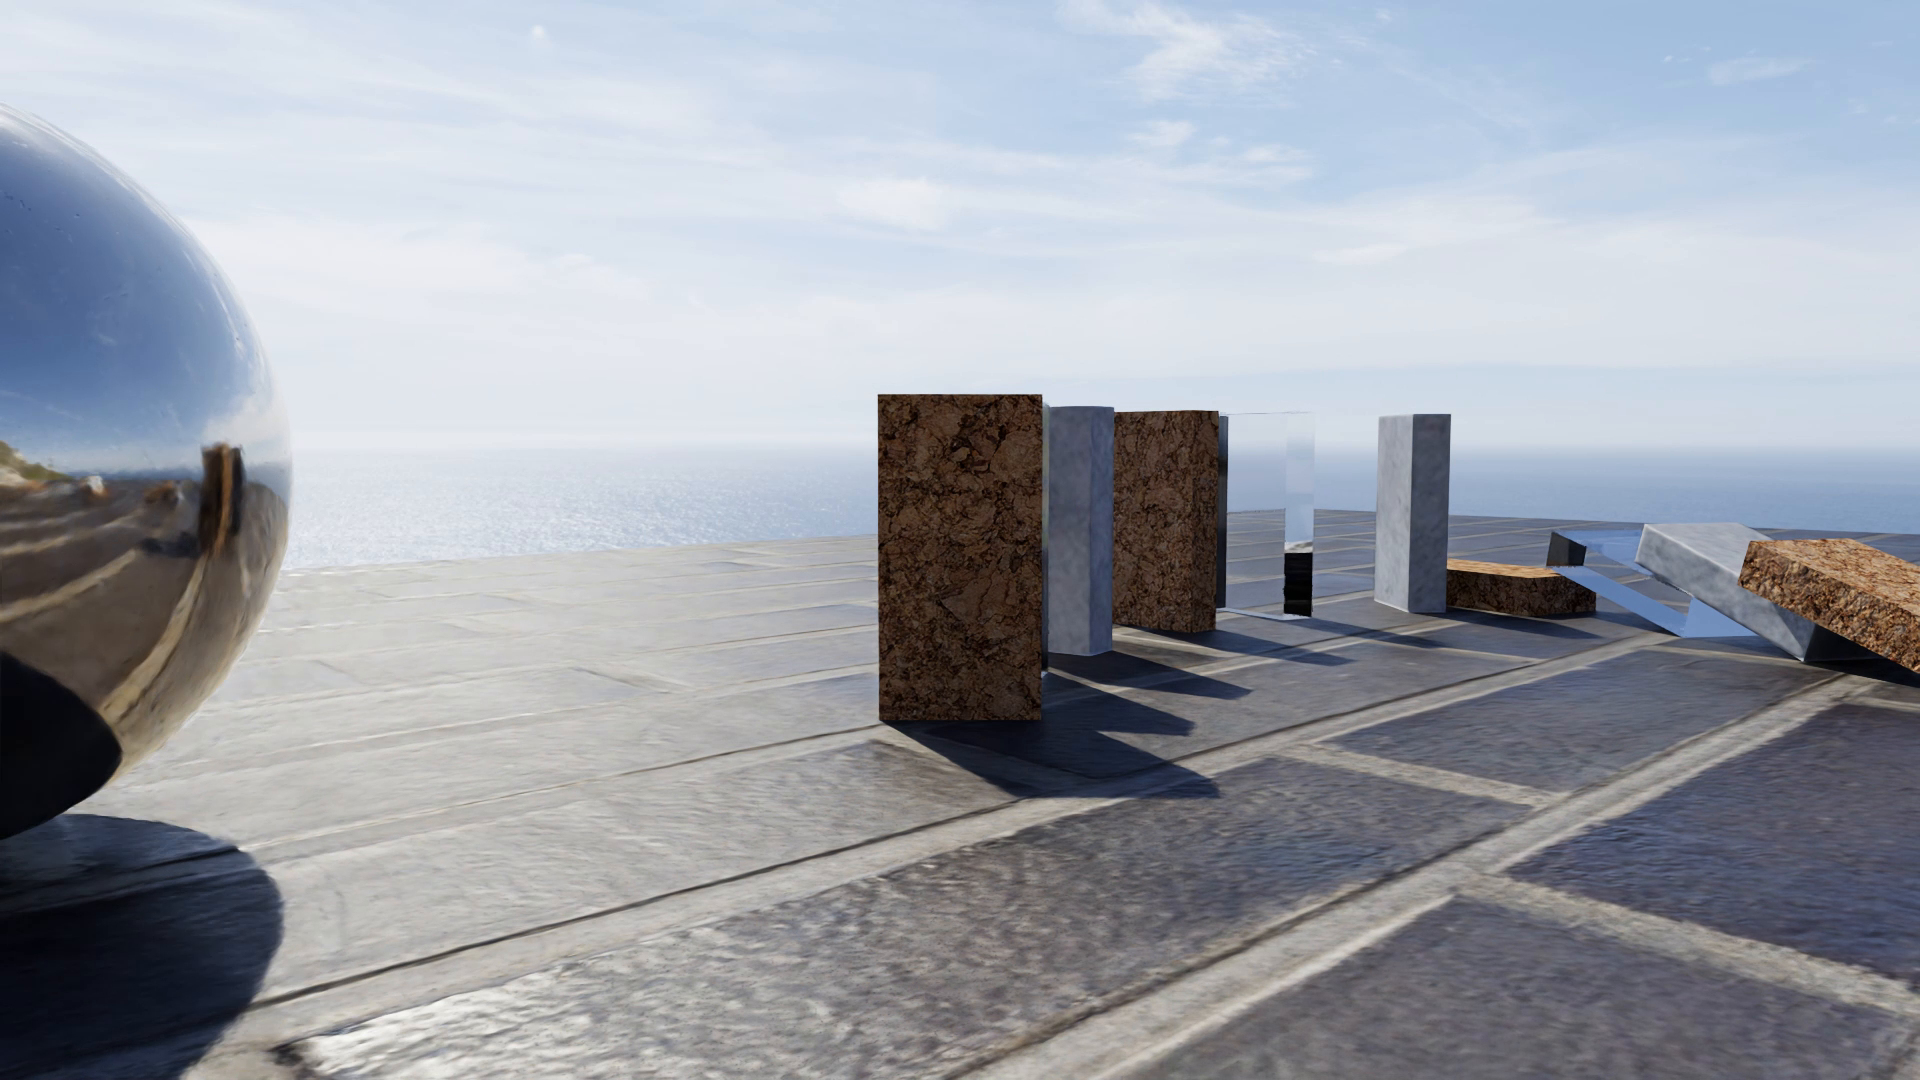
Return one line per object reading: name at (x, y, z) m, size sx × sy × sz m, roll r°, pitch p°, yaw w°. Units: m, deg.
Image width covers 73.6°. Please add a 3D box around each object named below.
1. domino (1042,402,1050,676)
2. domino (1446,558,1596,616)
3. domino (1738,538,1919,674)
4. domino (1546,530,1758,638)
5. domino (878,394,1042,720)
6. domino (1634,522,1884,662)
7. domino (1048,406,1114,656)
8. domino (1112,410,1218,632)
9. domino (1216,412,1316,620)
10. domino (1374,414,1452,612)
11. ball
domino at (0.003, 0.000, 0.237) m, size 0.025 × 0.050 × 0.010 m, roll 1°, pitch 4°, yaw 15°
domino at (0.140, 0.012, 0.345) m, size 0.025 × 0.010 × 0.050 m, roll -2°, pitch 5°, yaw -27°
domino at (0.176, 0.013, 0.239) m, size 0.025 × 0.009 × 0.050 m, roll -1°, pitch 21°, yaw -14°
domino at (0.167, 0.009, 0.306) m, size 0.025 × 0.010 × 0.050 m, roll -1°, pitch 17°, yaw -10°
domino at (0.000, 0.002, 0.201) m, size 0.025 × 0.050 × 0.010 m, roll 0°, pitch 4°, yaw 0°
domino at (0.173, 0.010, 0.274) m, size 0.025 × 0.010 × 0.050 m, roll -1°, pitch 22°, yaw -11°
domino at (0.018, -0.002, 0.266) m, size 0.025 × 0.050 × 0.010 m, roll 3°, pitch 5°, yaw 34°
domino at (0.047, -0.005, 0.299) m, size 0.010 × 0.050 × 0.025 m, roll -4°, pitch 6°, yaw -43°
domino at (0.076, -0.007, 0.321) m, size 0.010 × 0.050 × 0.025 m, roll -3°, pitch 5°, yaw -31°
domino at (0.118, -0.008, 0.335) m, size 0.009 × 0.050 × 0.025 m, roll 0°, pitch 4°, yaw -1°
ball at (-0.110, -0.007, 0.126) m, size 0.080 × 0.080 × 0.080 m, roll 0°, pitch 4°, yaw 0°
